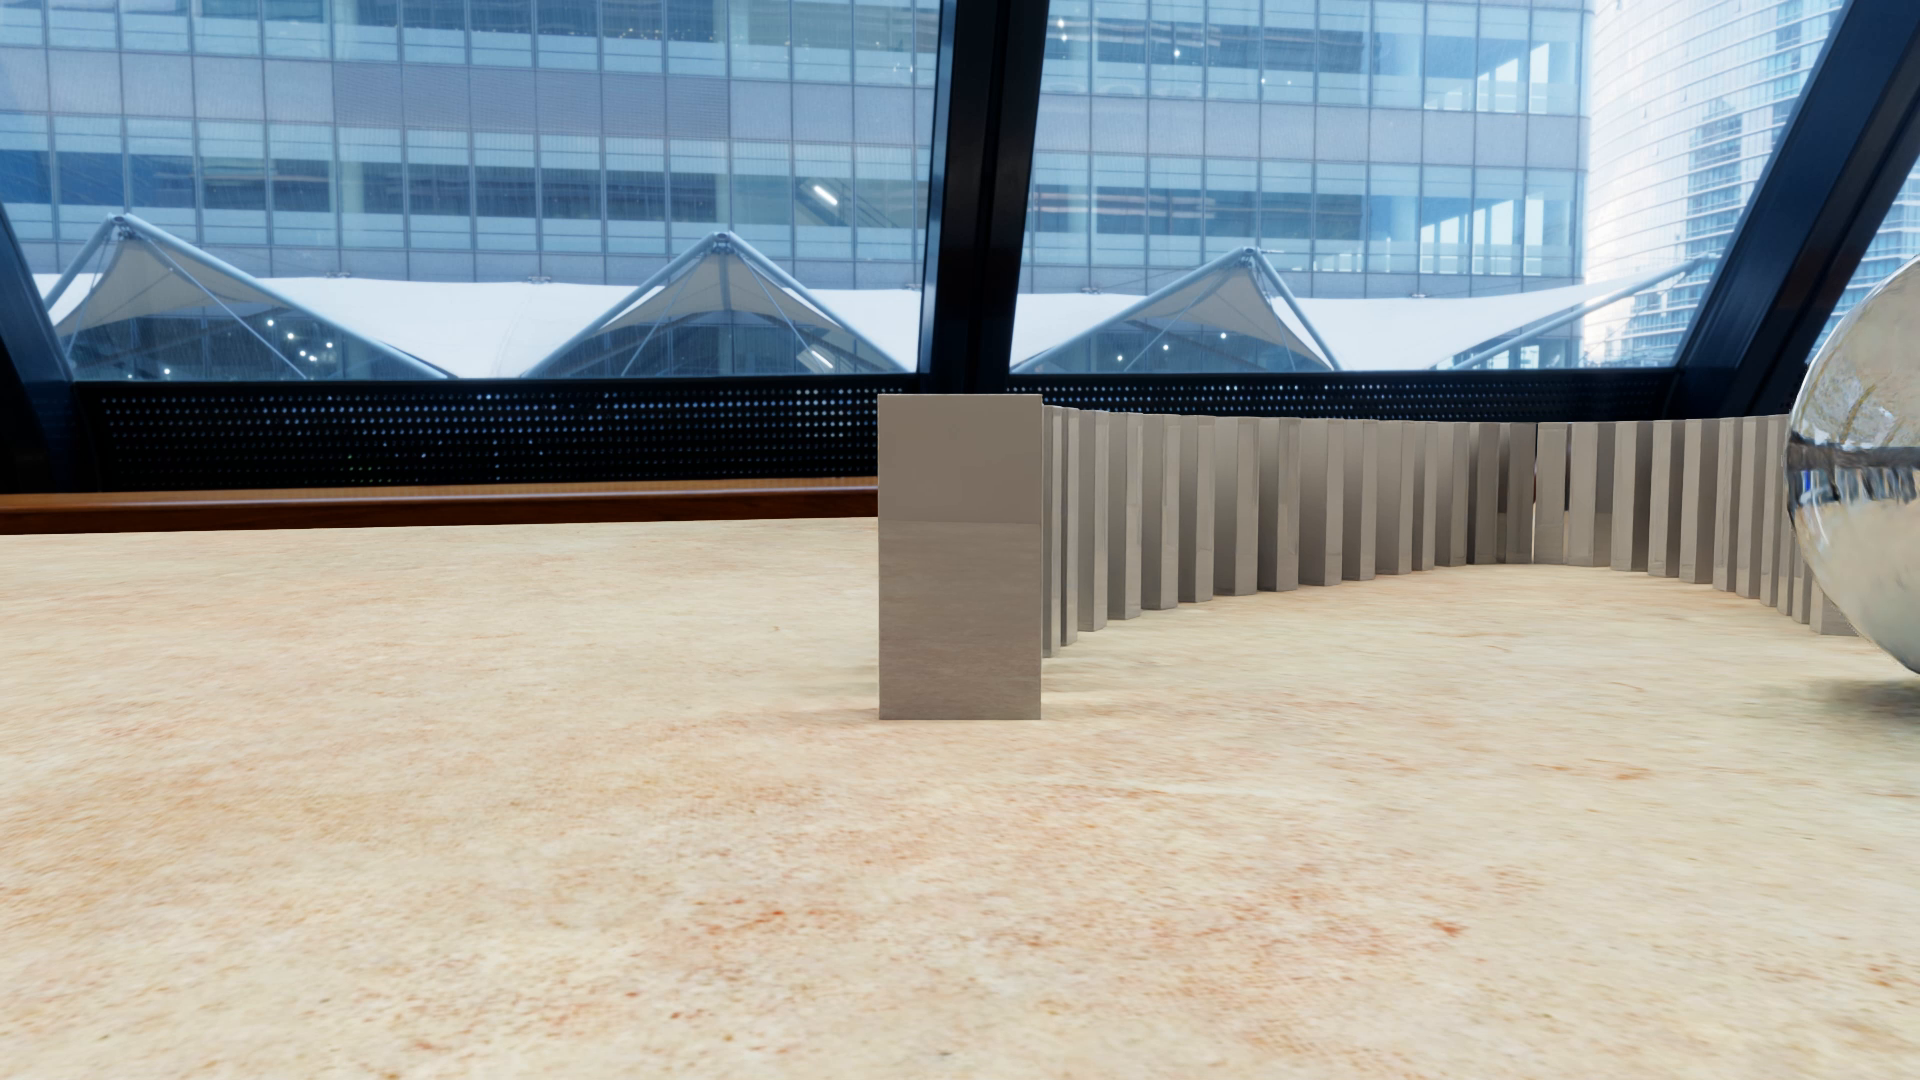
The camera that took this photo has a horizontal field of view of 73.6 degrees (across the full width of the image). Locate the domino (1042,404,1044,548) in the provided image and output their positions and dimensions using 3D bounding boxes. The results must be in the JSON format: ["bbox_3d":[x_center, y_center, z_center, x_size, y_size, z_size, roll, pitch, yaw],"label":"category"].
[{"bbox_3d":[0.003,0.000,0.240,0.025,0.050,0.009,1,4,11],"label":"domino"}]

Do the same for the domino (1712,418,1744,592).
[{"bbox_3d":[0.233,-0.010,0.370,0.025,0.050,0.010,1,4,10],"label":"domino"}]

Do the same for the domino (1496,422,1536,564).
[{"bbox_3d":[0.198,-0.017,0.466,0.009,0.050,0.025,0,4,-4],"label":"domino"}]

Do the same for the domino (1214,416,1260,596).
[{"bbox_3d":[0.073,-0.010,0.368,0.009,0.050,0.025,-3,5,-39],"label":"domino"}]

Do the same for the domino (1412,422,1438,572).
[{"bbox_3d":[0.148,-0.015,0.438,0.025,0.050,0.009,4,6,44],"label":"domino"}]

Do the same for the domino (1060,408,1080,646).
[{"bbox_3d":[0.012,-0.003,0.276,0.025,0.050,0.010,1,5,19],"label":"domino"}]

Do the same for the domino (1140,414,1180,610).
[{"bbox_3d":[0.044,-0.008,0.336,0.025,0.050,0.010,3,5,36],"label":"domino"}]

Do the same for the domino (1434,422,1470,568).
[{"bbox_3d":[0.166,-0.017,0.454,0.010,0.050,0.025,-3,5,-35],"label":"domino"}]

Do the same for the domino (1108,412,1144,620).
[{"bbox_3d":[0.032,-0.006,0.318,0.025,0.050,0.010,3,5,31],"label":"domino"}]

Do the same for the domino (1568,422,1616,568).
[{"bbox_3d":[0.226,-0.016,0.450,0.025,0.050,0.009,-3,5,-31],"label":"domino"}]

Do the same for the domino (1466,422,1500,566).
[{"bbox_3d":[0.181,-0.017,0.462,0.010,0.050,0.025,-2,5,-22],"label":"domino"}]

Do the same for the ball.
[{"bbox_3d":[0.171,-0.012,0.193,0.080,0.080,0.080,0,4,0],"label":"ball"}]

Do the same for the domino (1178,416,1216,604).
[{"bbox_3d":[0.056,-0.009,0.352,0.025,0.050,0.010,4,6,40],"label":"domino"}]

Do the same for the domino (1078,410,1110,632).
[{"bbox_3d":[0.021,-0.005,0.298,0.025,0.050,0.009,2,5,25],"label":"domino"}]

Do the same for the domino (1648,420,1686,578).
[{"bbox_3d":[0.236,-0.013,0.411,0.025,0.050,0.009,0,4,-3],"label":"domino"}]

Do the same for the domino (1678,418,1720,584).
[{"bbox_3d":[0.236,-0.012,0.392,0.025,0.050,0.010,0,4,4],"label":"domino"}]

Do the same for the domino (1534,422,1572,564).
[{"bbox_3d":[0.215,-0.017,0.462,0.009,0.050,0.025,3,5,35],"label":"domino"}]

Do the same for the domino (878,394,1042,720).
[{"bbox_3d":[0.000,0.002,0.201,0.025,0.050,0.010,0,4,0],"label":"domino"}]

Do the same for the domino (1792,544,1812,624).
[{"bbox_3d":[0.212,-0.005,0.301,0.025,0.050,0.009,2,5,22],"label":"domino"}]

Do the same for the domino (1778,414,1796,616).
[{"bbox_3d":[0.218,-0.006,0.316,0.025,0.050,0.010,2,5,21],"label":"domino"}]

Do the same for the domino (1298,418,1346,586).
[{"bbox_3d":[0.104,-0.012,0.393,0.009,0.050,0.025,-4,6,-43],"label":"domino"}]

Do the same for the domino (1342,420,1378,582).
[{"bbox_3d":[0.118,-0.013,0.408,0.009,0.050,0.025,-4,6,-45],"label":"domino"}]

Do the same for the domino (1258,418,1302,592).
[{"bbox_3d":[0.087,-0.011,0.379,0.010,0.050,0.025,-3,5,-37],"label":"domino"}]

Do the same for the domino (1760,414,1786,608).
[{"bbox_3d":[0.224,-0.007,0.333,0.025,0.050,0.009,1,5,19],"label":"domino"}]

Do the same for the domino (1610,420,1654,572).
[{"bbox_3d":[0.234,-0.015,0.431,0.025,0.050,0.009,-1,4,-13],"label":"domino"}]

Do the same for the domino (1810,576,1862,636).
[{"bbox_3d":[0.205,-0.004,0.284,0.025,0.050,0.009,2,5,21],"label":"domino"}]

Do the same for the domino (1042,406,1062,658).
[{"bbox_3d":[0.007,-0.002,0.261,0.025,0.050,0.009,1,4,15],"label":"domino"}]

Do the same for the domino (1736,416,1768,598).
[{"bbox_3d":[0.230,-0.009,0.353,0.025,0.050,0.010,1,4,13],"label":"domino"}]

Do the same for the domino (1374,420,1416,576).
[{"bbox_3d":[0.136,-0.014,0.425,0.025,0.050,0.009,4,6,43],"label":"domino"}]
